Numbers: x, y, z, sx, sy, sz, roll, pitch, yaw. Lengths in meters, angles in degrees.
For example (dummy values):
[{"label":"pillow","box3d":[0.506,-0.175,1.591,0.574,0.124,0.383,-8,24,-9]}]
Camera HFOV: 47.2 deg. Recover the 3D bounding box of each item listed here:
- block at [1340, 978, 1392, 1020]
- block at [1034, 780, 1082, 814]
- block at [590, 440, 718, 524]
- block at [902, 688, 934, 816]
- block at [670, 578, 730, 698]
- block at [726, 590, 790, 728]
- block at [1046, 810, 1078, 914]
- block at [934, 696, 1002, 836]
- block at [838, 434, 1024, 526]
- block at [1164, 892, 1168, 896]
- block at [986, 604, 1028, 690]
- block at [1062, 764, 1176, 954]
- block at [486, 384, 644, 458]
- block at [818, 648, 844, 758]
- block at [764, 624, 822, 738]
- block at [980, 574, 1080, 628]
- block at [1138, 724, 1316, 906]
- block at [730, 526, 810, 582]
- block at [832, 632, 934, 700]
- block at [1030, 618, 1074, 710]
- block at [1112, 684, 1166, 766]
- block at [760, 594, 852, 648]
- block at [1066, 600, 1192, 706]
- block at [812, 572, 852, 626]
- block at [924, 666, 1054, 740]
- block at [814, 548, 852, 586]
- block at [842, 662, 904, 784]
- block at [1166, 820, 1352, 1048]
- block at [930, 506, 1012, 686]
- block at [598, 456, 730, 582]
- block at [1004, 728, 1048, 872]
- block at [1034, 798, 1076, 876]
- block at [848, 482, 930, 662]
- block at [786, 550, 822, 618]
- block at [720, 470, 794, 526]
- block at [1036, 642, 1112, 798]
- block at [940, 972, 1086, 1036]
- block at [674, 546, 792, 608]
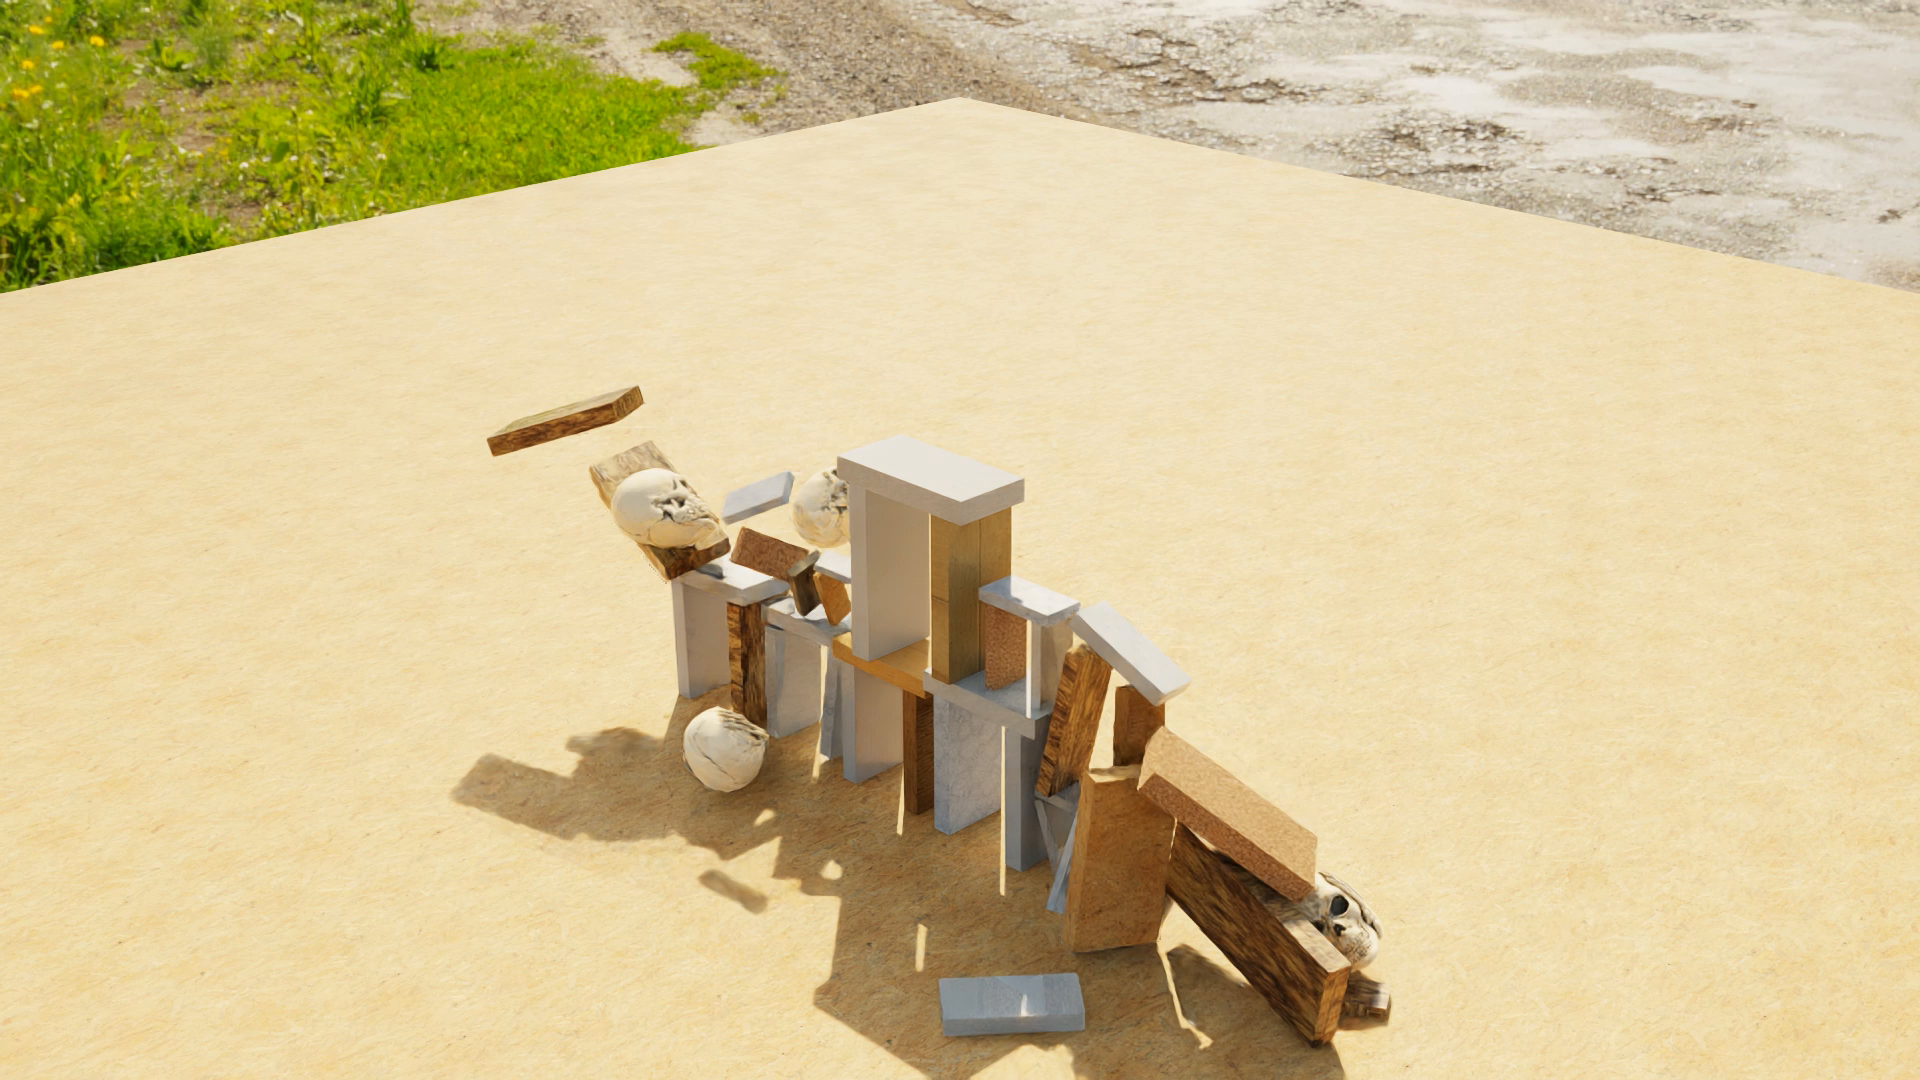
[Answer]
[{"label":"block","box3d":[0.671,0.797,3.855,0.158,0.022,0.079,7,24,15]},{"label":"block","box3d":[0.224,0.489,4.185,0.077,0.022,0.155,-21,30,-40]},{"label":"block","box3d":[-0.686,-0.090,4.933,0.158,0.045,0.316,-26,50,-22]},{"label":"block","box3d":[-0.052,0.407,4.452,0.039,0.273,0.136,21,31,41]},{"label":"block","box3d":[-0.570,0.199,4.925,0.143,0.285,0.040,-21,30,-41]},{"label":"block","box3d":[-0.434,0.253,4.800,0.143,0.285,0.040,-21,31,-41]},{"label":"block","box3d":[0.255,0.581,4.051,0.122,0.244,0.035,20,-6,-18]},{"label":"block","box3d":[0.016,0.424,4.379,0.149,0.299,0.042,-21,31,-41]},{"label":"block","box3d":[-0.058,-0.119,4.232,0.171,0.048,0.341,-21,31,-41]},{"label":"block","box3d":[0.320,0.563,4.127,0.122,0.244,0.035,-17,6,-35]},{"label":"block","box3d":[0.089,0.191,4.208,0.089,0.177,0.025,-21,31,-41]},{"label":"block","box3d":[0.290,0.571,3.953,0.172,0.345,0.049,-3,22,-23]},{"label":"block","box3d":[-0.874,-0.264,4.876,0.316,0.045,0.158,-14,14,17]},{"label":"block","box3d":[-0.228,0.326,4.647,0.127,0.254,0.036,-11,24,-43]},{"label":"block","box3d":[-0.360,0.290,4.750,0.036,0.254,0.127,21,30,40]},{"label":"block","box3d":[0.130,0.114,4.131,0.089,0.025,0.177,-21,31,-40]},{"label":"block","box3d":[0.470,0.479,3.842,0.345,0.049,0.172,36,24,-6]},{"label":"block","box3d":[-0.400,0.034,4.614,0.157,0.078,0.022,21,-3,-30]},{"label":"block","box3d":[-0.116,0.239,4.450,0.136,0.039,0.273,-21,31,-41]},{"label":"block","box3d":[0.172,0.224,4.131,0.089,0.177,0.025,-21,31,-41]},{"label":"block","box3d":[0.325,0.373,4.006,0.032,0.223,0.112,8,9,40]},{"label":"block","box3d":[-0.294,0.168,4.648,0.127,0.036,0.254,-16,24,-39]},{"label":"block","box3d":[0.310,0.205,4.011,0.223,0.032,0.112,43,30,18]},{"label":"block","box3d":[-0.262,0.108,4.531,0.017,0.139,0.059,19,51,35]},{"label":"block","box3d":[0.087,0.294,4.248,0.149,0.042,0.299,-21,31,-41]},{"label":"block","box3d":[-0.231,0.060,4.464,0.117,0.017,0.058,21,39,13]},{"label":"block","box3d":[-0.181,0.357,4.570,0.039,0.273,0.136,21,31,41]},{"label":"block","box3d":[0.514,0.675,3.852,0.049,0.172,0.443,-12,36,-28]},{"label":"block","box3d":[0.022,0.092,4.234,0.171,0.341,0.048,-21,31,-40]},{"label":"block","box3d":[-0.651,-0.050,4.828,0.158,0.045,0.316,-26,50,-22]},{"label":"block","box3d":[0.153,0.477,4.254,0.149,0.299,0.042,-21,30,-40]},{"label":"block","box3d":[0.195,0.560,4.245,0.077,0.155,0.022,-21,10,-40]},{"label":"block","box3d":[-0.139,0.043,4.388,0.171,0.371,0.048,-21,31,-40]},{"label":"block","box3d":[-0.311,0.090,4.559,0.078,0.157,0.022,-37,61,-19]},{"label":"block","box3d":[-0.416,-0.087,4.523,0.157,0.022,0.078,-19,39,26]},{"label":"block","box3d":[0.219,0.329,4.122,0.032,0.325,0.112,34,39,33]},{"label":"block","box3d":[0.089,0.806,3.817,0.244,0.035,0.122,-2,23,-4]},{"label":"block","box3d":[-0.508,0.070,4.799,0.143,0.040,0.285,-21,28,-40]}]
